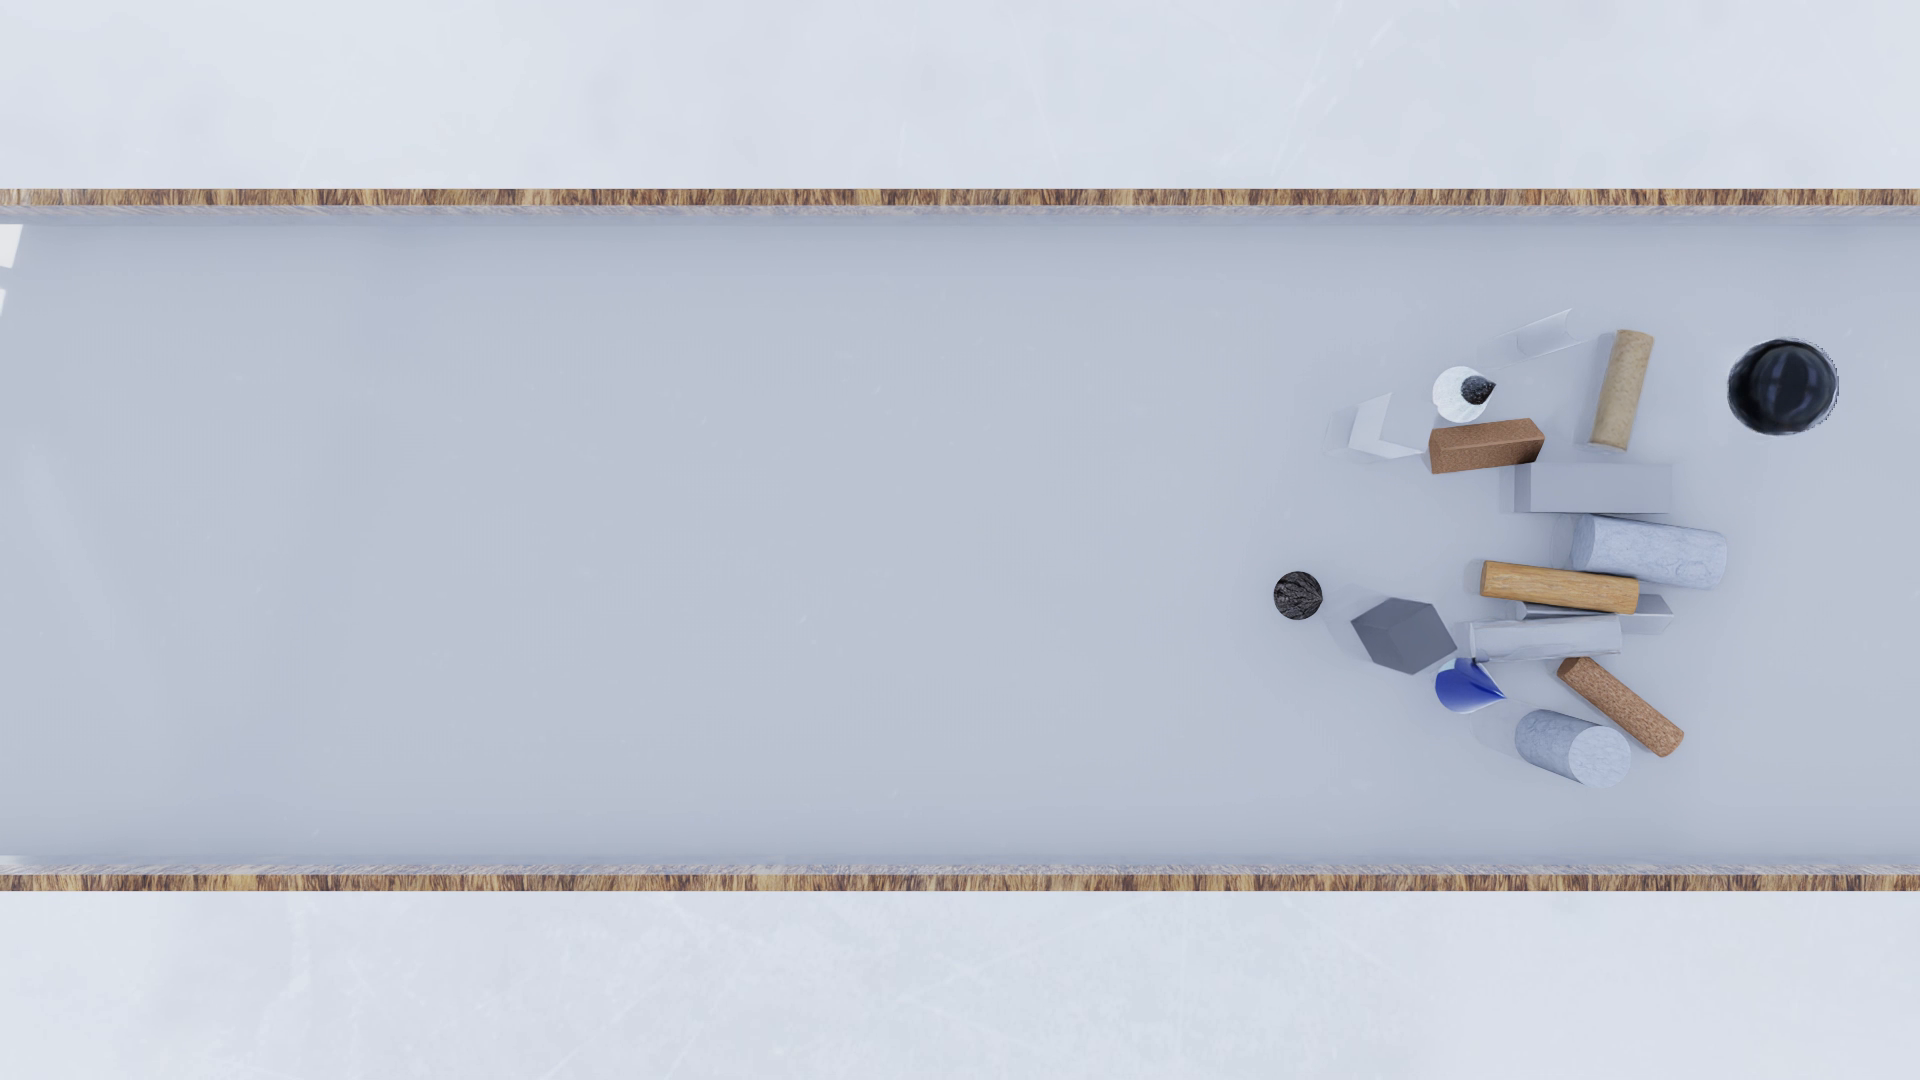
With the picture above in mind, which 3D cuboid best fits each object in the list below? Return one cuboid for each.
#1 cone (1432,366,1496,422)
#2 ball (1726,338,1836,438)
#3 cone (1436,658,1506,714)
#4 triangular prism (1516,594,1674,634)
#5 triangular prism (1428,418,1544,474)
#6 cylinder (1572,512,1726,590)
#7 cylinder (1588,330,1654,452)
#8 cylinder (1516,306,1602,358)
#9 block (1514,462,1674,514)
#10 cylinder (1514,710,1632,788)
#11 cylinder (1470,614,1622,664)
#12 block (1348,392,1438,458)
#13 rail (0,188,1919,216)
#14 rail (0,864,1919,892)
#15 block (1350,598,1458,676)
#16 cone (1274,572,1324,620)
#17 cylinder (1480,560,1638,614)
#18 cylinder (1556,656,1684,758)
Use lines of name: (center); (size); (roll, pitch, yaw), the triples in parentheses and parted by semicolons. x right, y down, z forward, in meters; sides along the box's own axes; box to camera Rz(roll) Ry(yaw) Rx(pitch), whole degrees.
cone: (1.541, -0.448, 4.904); (0.174, 0.344, 0.174); (0, 90, 0)
ball: (2.452, -0.455, 4.928); (0.297, 0.297, 0.297); (0, 90, 0)
cone: (1.549, 0.448, 4.877); (0.173, 0.400, 0.173); (0, 90, 0)
triangular prism: (1.930, 0.223, 5.021); (0.442, 0.104, 0.121); (2, 90, 0)
triangular prism: (1.602, -0.289, 5.015); (0.316, 0.117, 0.135); (-7, 90, 0)
cylinder: (2.080, 0.035, 4.987); (0.395, 0.180, 0.180); (8, 90, 0)
cylinder: (2.011, -0.453, 5.020); (0.113, 0.113, 0.355); (14, 90, 0)
cylinder: (1.766, -0.614, 4.875); (0.104, 0.403, 0.104); (0, 90, 0)
block: (1.919, -0.155, 5.003); (0.424, 0.147, 0.147); (1, 90, 0)
cylinder: (1.794, 0.609, 4.850); (0.176, 0.453, 0.176); (0, 90, 0)
cylinder: (1.765, 0.298, 4.981); (0.418, 0.122, 0.122); (-4, 90, 10)
block: (1.279, -0.335, 4.889); (0.139, 0.374, 0.139); (15, 90, 0)
rail: (-2.247, -1.025, 5.002); (12.000, 0.150, 0.050); (0, 90, 0)
rail: (-2.247, 1.025, 5.001); (12.000, 0.150, 0.050); (0, 90, 0)
block: (1.303, 0.278, 4.863); (0.148, 0.425, 0.148); (-30, 91, 0)
cone: (1.040, 0.171, 4.900); (0.150, 0.354, 0.150); (0, 90, 0)
cylinder: (1.808, 0.143, 4.985); (0.438, 0.111, 0.111); (7, 90, 10)
cylinder: (2.011, 0.498, 5.024); (0.396, 0.105, 0.105); (38, 90, 0)
